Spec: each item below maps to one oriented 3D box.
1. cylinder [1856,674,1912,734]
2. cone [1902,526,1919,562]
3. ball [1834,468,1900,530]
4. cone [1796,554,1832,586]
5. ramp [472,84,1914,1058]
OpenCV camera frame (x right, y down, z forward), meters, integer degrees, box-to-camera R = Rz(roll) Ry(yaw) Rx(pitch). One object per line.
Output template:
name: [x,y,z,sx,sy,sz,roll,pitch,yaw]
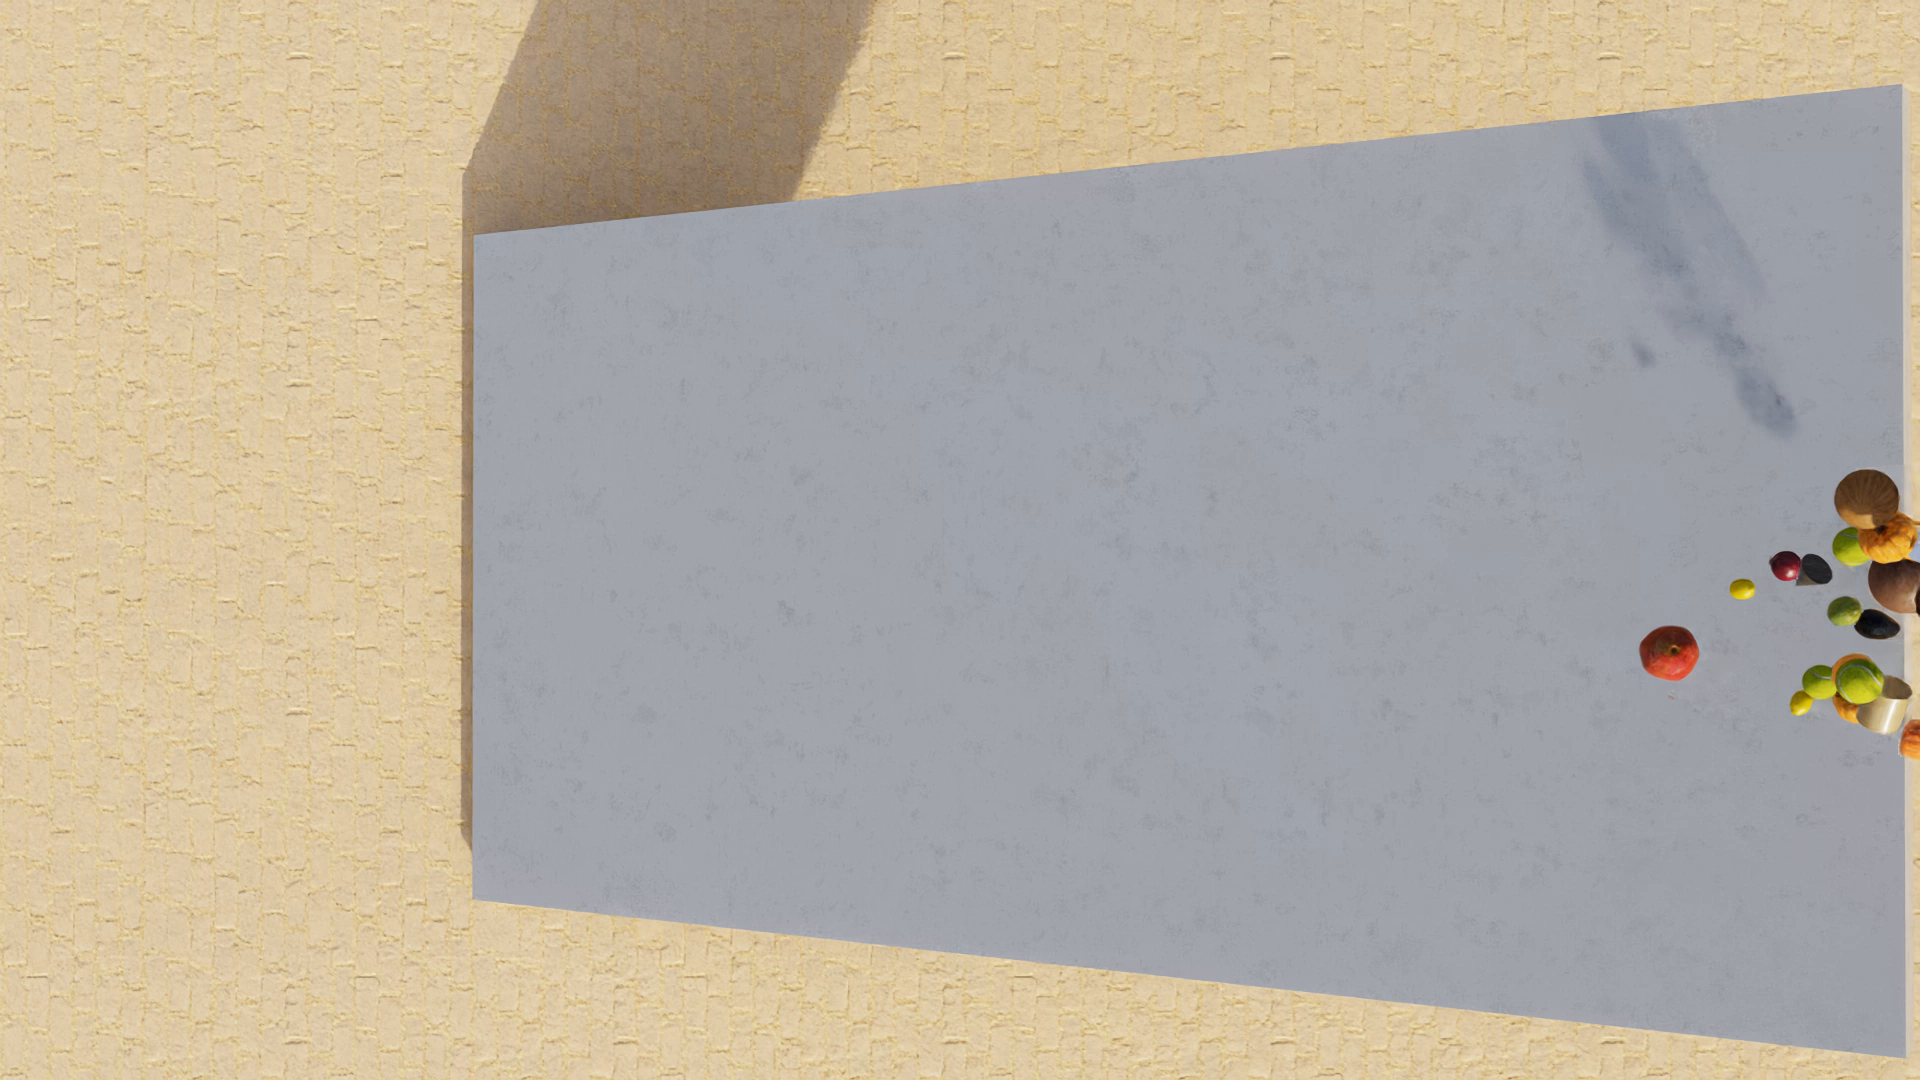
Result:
cylinder: [1.627,0.289,3.872,0.074,0.074,0.074,4,123,0]
cone: [1.589,-0.004,3.605,0.065,0.065,0.065,0,70,-1]
ball: [1.469,-0.066,3.563,0.098,0.098,0.098,0,89,0]
cone: [1.471,0.065,3.823,0.061,0.061,0.061,10,57,-15]
ramp: [0.262,0.072,5.606,4.000,0.100,2.000,0,89,32]
